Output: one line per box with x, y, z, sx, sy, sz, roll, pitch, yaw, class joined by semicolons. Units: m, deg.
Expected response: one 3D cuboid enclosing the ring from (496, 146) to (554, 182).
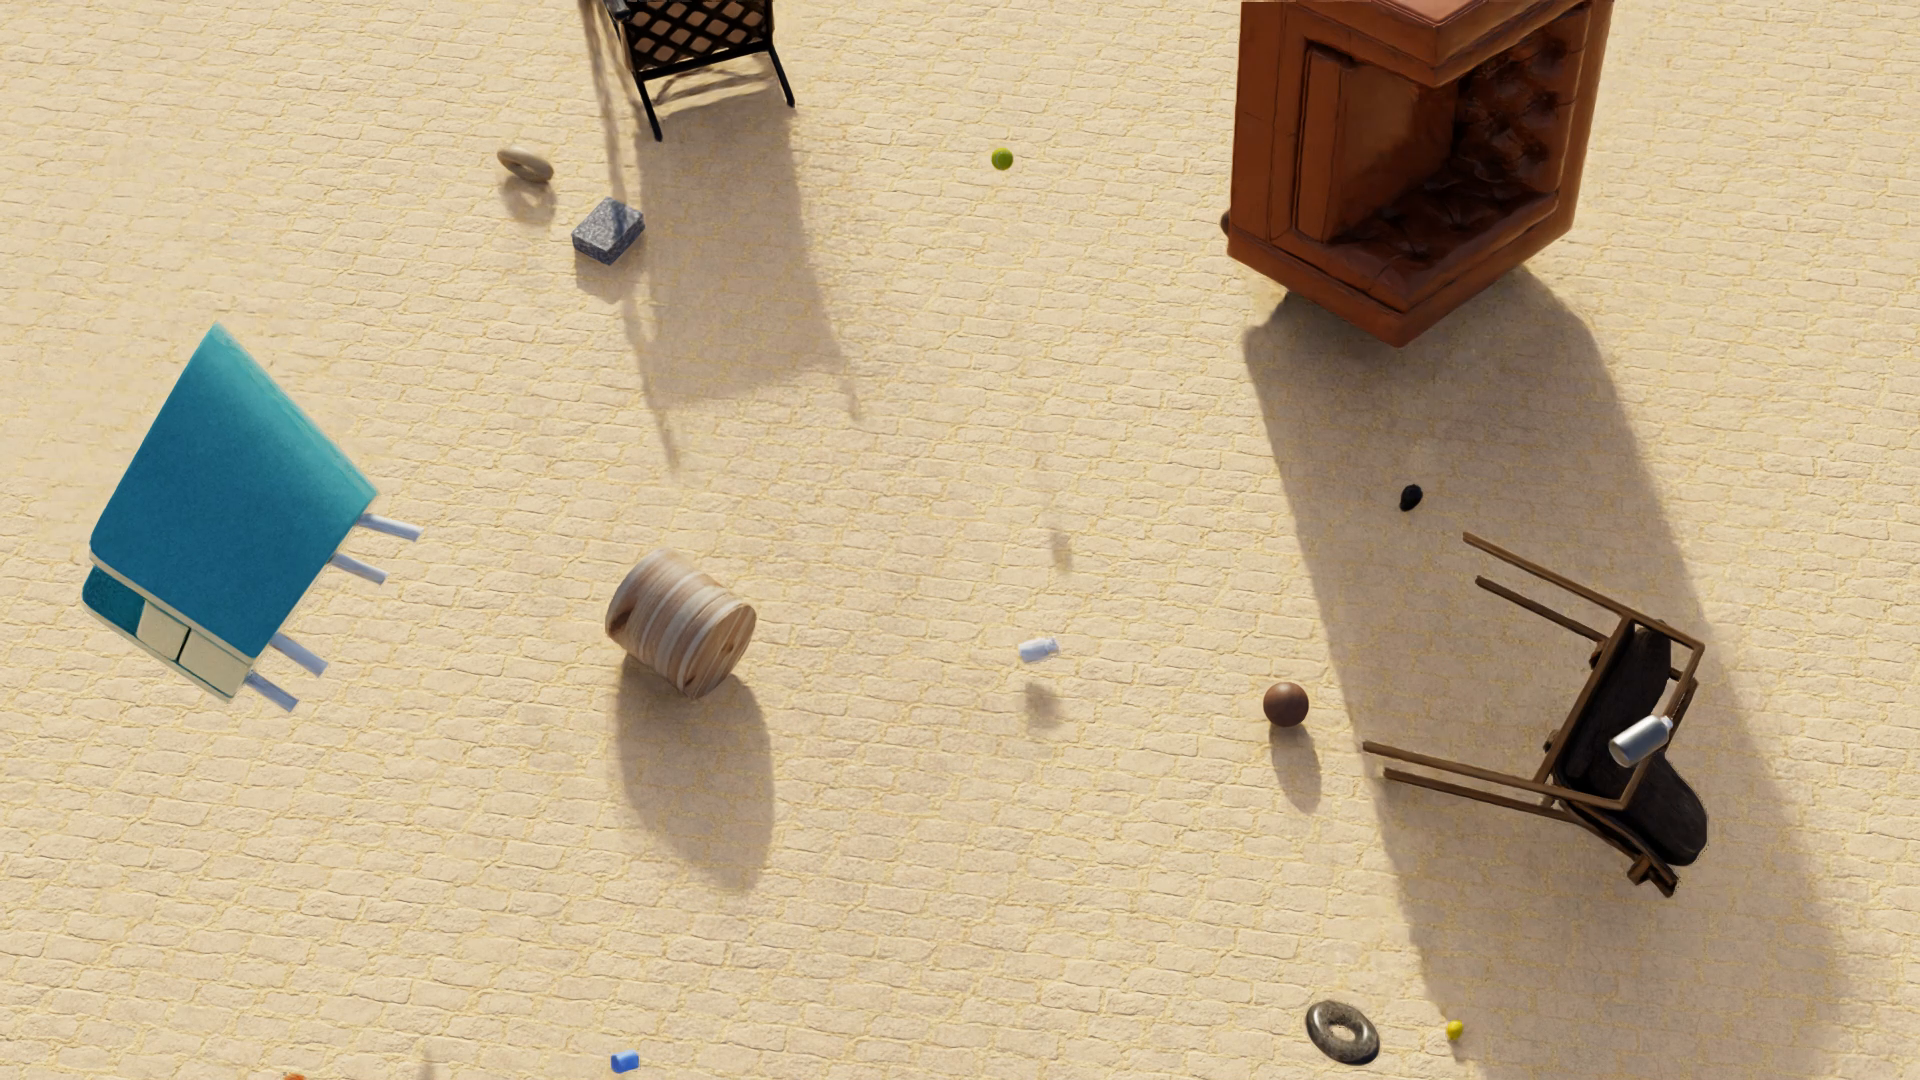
-1.455;-1.261;7.359;0.213;0.101;0.061;23;60;10;ring

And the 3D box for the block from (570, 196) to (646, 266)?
-1.152;-1.014;7.210;0.147;0.074;0.196;27;60;17;block

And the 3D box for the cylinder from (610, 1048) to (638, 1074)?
-0.856;1.332;5.617;0.053;0.062;0.050;-11;67;-32;cylinder

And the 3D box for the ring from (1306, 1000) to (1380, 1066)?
0.809;1.042;4.651;0.132;0.044;0.184;-23;41;-25;ring

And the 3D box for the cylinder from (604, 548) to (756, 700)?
-0.794;0.235;6.242;0.312;0.273;0.314;34;101;21;cylinder
